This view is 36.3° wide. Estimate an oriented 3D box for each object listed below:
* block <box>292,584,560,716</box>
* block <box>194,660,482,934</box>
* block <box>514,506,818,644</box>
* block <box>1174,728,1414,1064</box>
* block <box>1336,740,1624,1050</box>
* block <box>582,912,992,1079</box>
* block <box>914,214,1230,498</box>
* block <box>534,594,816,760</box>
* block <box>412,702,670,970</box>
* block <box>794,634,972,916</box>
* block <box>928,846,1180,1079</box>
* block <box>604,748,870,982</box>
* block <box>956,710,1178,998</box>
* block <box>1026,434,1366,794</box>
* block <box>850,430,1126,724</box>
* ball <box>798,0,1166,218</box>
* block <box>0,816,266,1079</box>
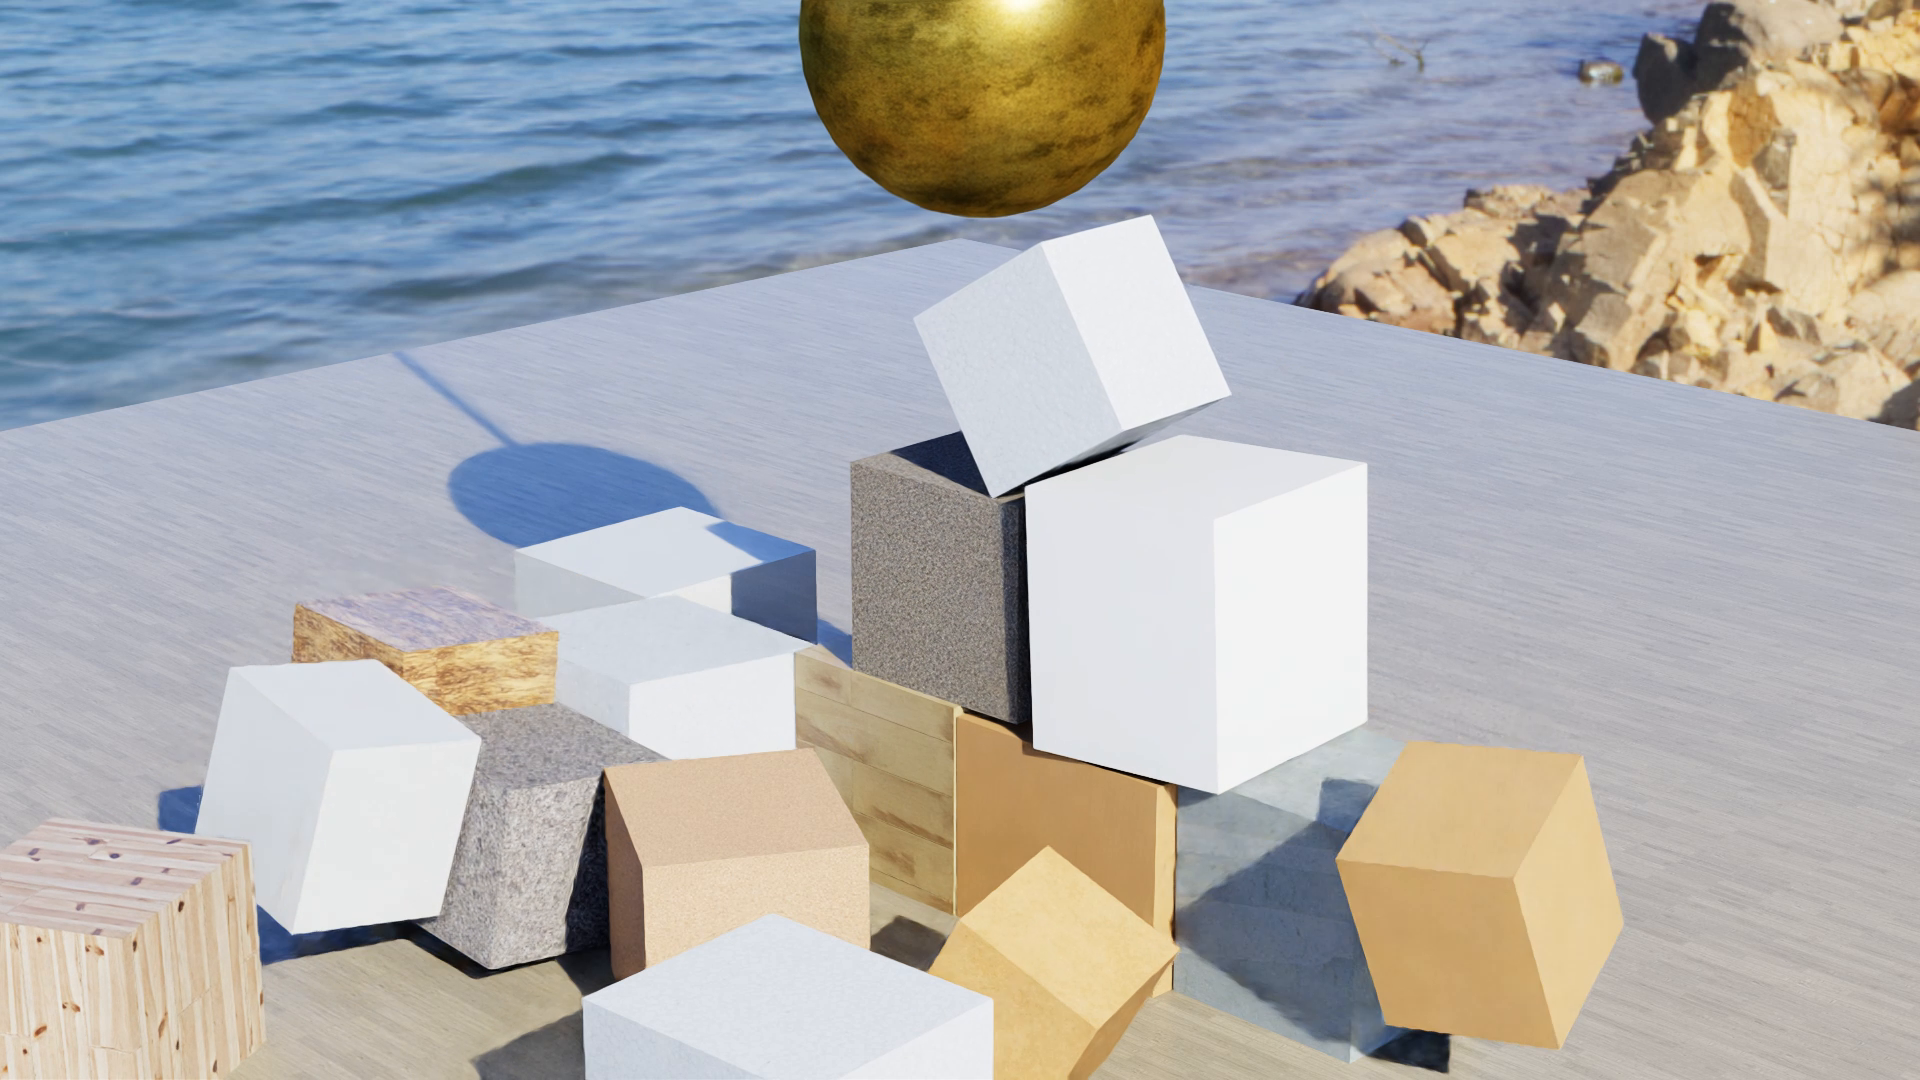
[{"bbox_3d":[-2.433,0.813,13.227,0.821,0.969,0.863,-7,18,-44],"label":"block"},{"bbox_3d":[-2.590,1.047,12.163,0.718,0.816,0.802,-1,23,-46],"label":"block"},{"bbox_3d":[-1.501,0.518,15.063,1.100,0.980,1.070,-17,24,-42],"label":"block"},{"bbox_3d":[1.552,1.424,12.174,0.928,0.983,0.928,17,24,42],"label":"block"},{"bbox_3d":[1.983,1.334,11.122,0.711,0.832,0.717,3,36,35],"label":"block"},{"bbox_3d":[-0.593,2.041,10.213,1.064,0.981,0.926,15,23,39],"label":"block"},{"bbox_3d":[0.473,-0.776,12.392,0.801,0.837,0.758,-27,-5,43],"label":"block"},{"bbox_3d":[-1.445,0.917,13.653,1.117,0.968,1.071,-10,19,-44],"label":"block"},{"bbox_3d":[-1.877,1.254,12.659,0.891,0.791,0.857,-6,20,-45],"label":"block"},{"bbox_3d":[0.029,0.965,13.629,1.031,0.987,1.194,17,24,42],"label":"block"},{"bbox_3d":[0.289,1.744,11.293,0.655,0.647,0.741,37,31,14],"label":"block"},{"bbox_3d":[-0.923,1.511,11.998,0.891,0.923,1.068,-4,18,-14],"label":"block"},{"bbox_3d":[0.804,1.219,12.889,1.157,0.945,1.156,-17,24,-42],"label":"block"},{"bbox_3d":[1.005,0.279,12.316,0.960,1.143,1.079,11,20,40],"label":"block"},{"bbox_3d":[0.206,0.119,13.052,0.999,0.973,0.950,16,23,41],"label":"block"},{"bbox_3d":[0.098,-2.204,12.752,1.600,1.600,1.600,0,17,0],"label":"ball"},{"bbox_3d":[-3.374,1.709,11.450,0.896,0.873,0.936,5,18,16],"label":"block"}]
